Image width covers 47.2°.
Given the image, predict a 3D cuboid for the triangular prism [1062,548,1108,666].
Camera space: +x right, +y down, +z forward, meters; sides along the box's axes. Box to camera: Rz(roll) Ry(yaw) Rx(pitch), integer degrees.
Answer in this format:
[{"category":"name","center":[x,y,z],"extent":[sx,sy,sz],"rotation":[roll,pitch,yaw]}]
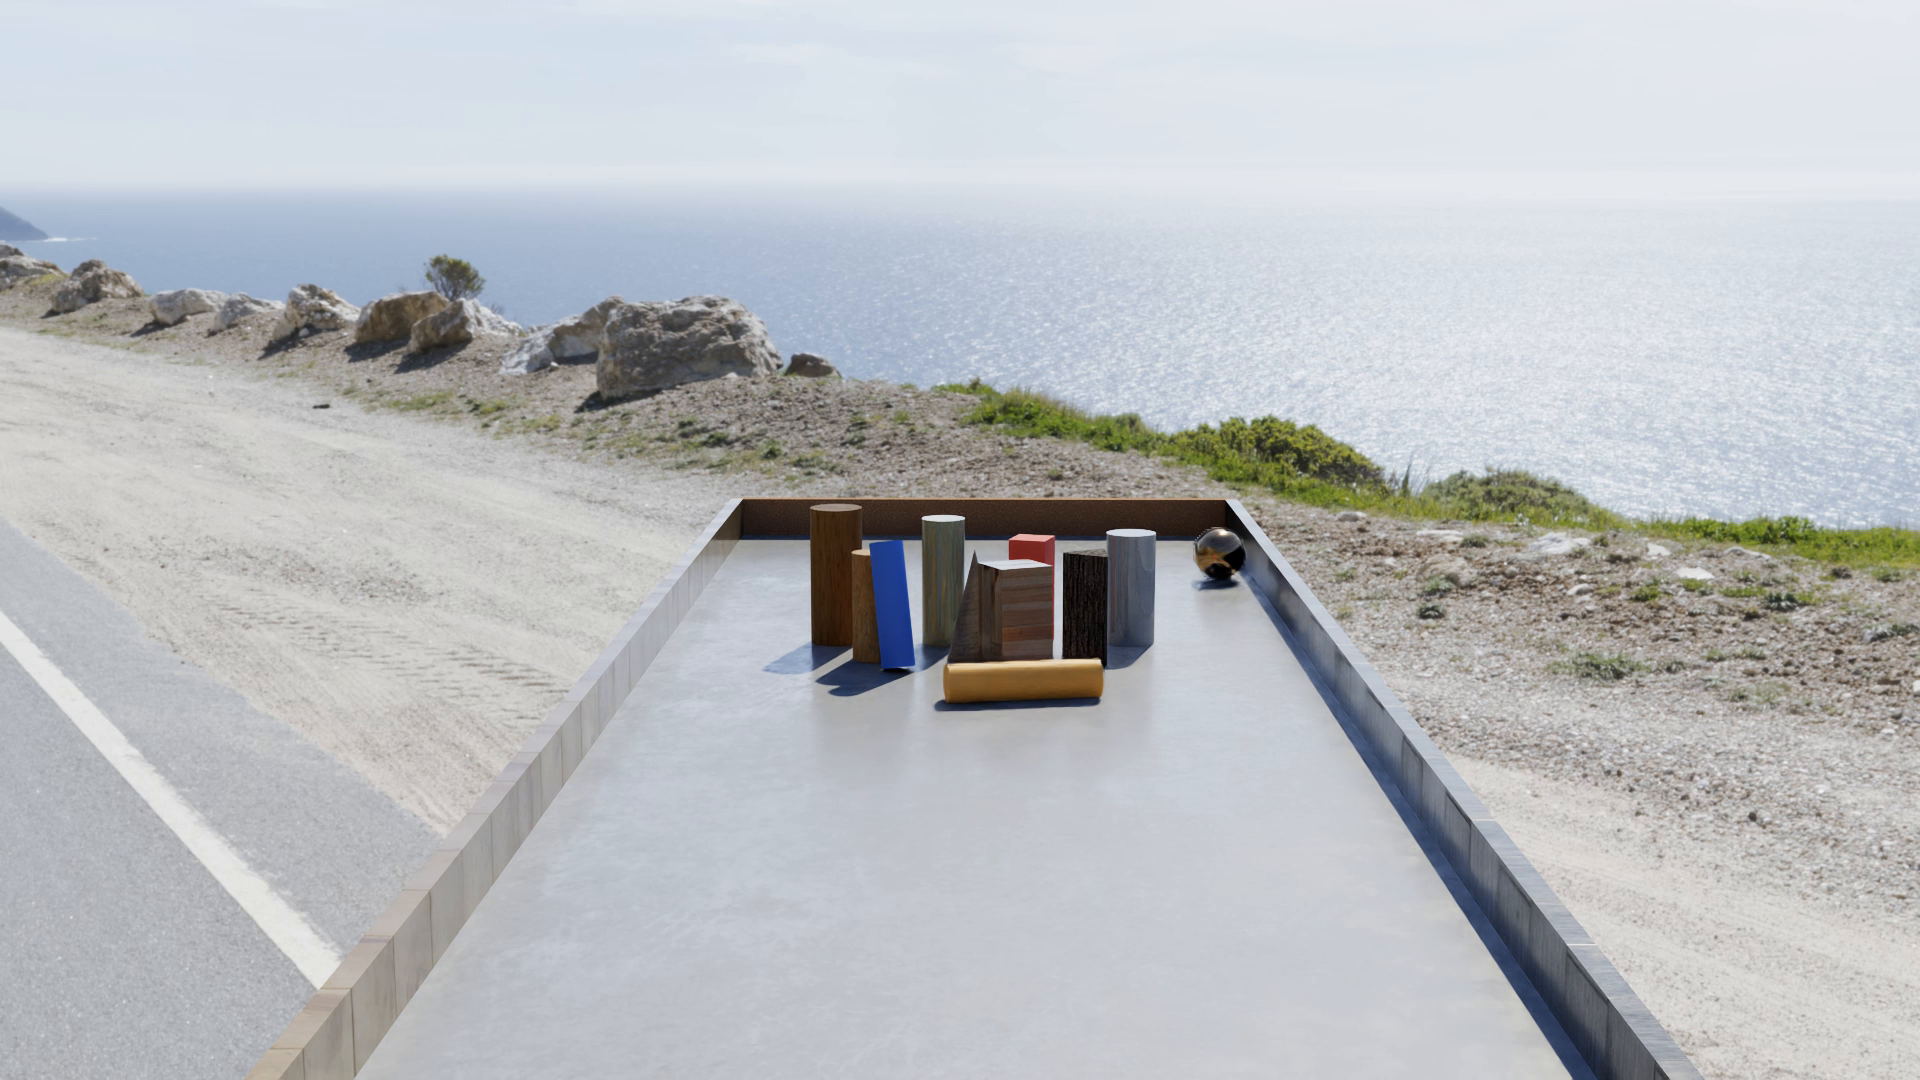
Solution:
[{"category":"triangular prism","center":[0.406,0.200,6.680],"extent":[0.149,0.334,0.129],"rotation":[5,10,29]}]

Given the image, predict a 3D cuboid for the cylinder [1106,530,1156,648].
[{"category":"cylinder","center":[0.538,0.150,6.939],"extent":[0.155,0.351,0.155],"rotation":[0,9,0]}]

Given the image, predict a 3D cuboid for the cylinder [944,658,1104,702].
[{"category":"cylinder","center":[0.178,0.394,6.176],"extent":[0.436,0.109,0.109],"rotation":[-2,9,-10]}]

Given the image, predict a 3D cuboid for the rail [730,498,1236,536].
[{"category":"rail","center":[0.099,-0.098,9.147],"extent":[2.100,0.150,0.050],"rotation":[0,9,1]}]

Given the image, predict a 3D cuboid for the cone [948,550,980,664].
[{"category":"cone","center":[0.045,0.194,6.699],"extent":[0.165,0.339,0.165],"rotation":[0,9,0]}]

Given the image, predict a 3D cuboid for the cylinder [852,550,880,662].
[{"category":"cylinder","center":[-0.261,0.199,6.695],"extent":[0.136,0.328,0.136],"rotation":[0,8,0]}]

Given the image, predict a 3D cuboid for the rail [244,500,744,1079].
[{"category":"rail","center":[-1.004,0.839,3.234],"extent":[0.050,0.150,12.000],"rotation":[0,9,1]}]

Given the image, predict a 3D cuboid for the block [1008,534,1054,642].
[{"category":"block","center":[0.226,0.159,6.931],"extent":[0.117,0.336,0.117],"rotation":[3,9,17]}]

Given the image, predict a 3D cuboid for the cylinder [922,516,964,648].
[{"category":"cylinder","center":[-0.052,0.129,6.925],"extent":[0.136,0.399,0.136],"rotation":[0,9,0]}]

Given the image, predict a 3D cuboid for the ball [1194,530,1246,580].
[{"category":"ball","center":[0.955,0.053,8.086],"extent":[0.184,0.184,0.184],"rotation":[0,9,0]}]

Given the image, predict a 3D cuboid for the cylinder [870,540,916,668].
[{"category":"cylinder","center":[-0.202,0.192,6.557],"extent":[0.101,0.375,0.101],"rotation":[-6,-2,0]}]

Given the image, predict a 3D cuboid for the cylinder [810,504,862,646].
[{"category":"cylinder","center":[-0.390,0.110,6.948],"extent":[0.164,0.429,0.164],"rotation":[0,9,0]}]

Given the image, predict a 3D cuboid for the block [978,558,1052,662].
[{"category":"block","center":[0.165,0.228,6.557],"extent":[0.165,0.314,0.165],"rotation":[-4,8,-24]}]

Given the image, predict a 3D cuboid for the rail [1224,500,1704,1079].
[{"category":"rail","center":[1.046,0.843,3.208],"extent":[0.050,0.150,12.000],"rotation":[0,9,1]}]
